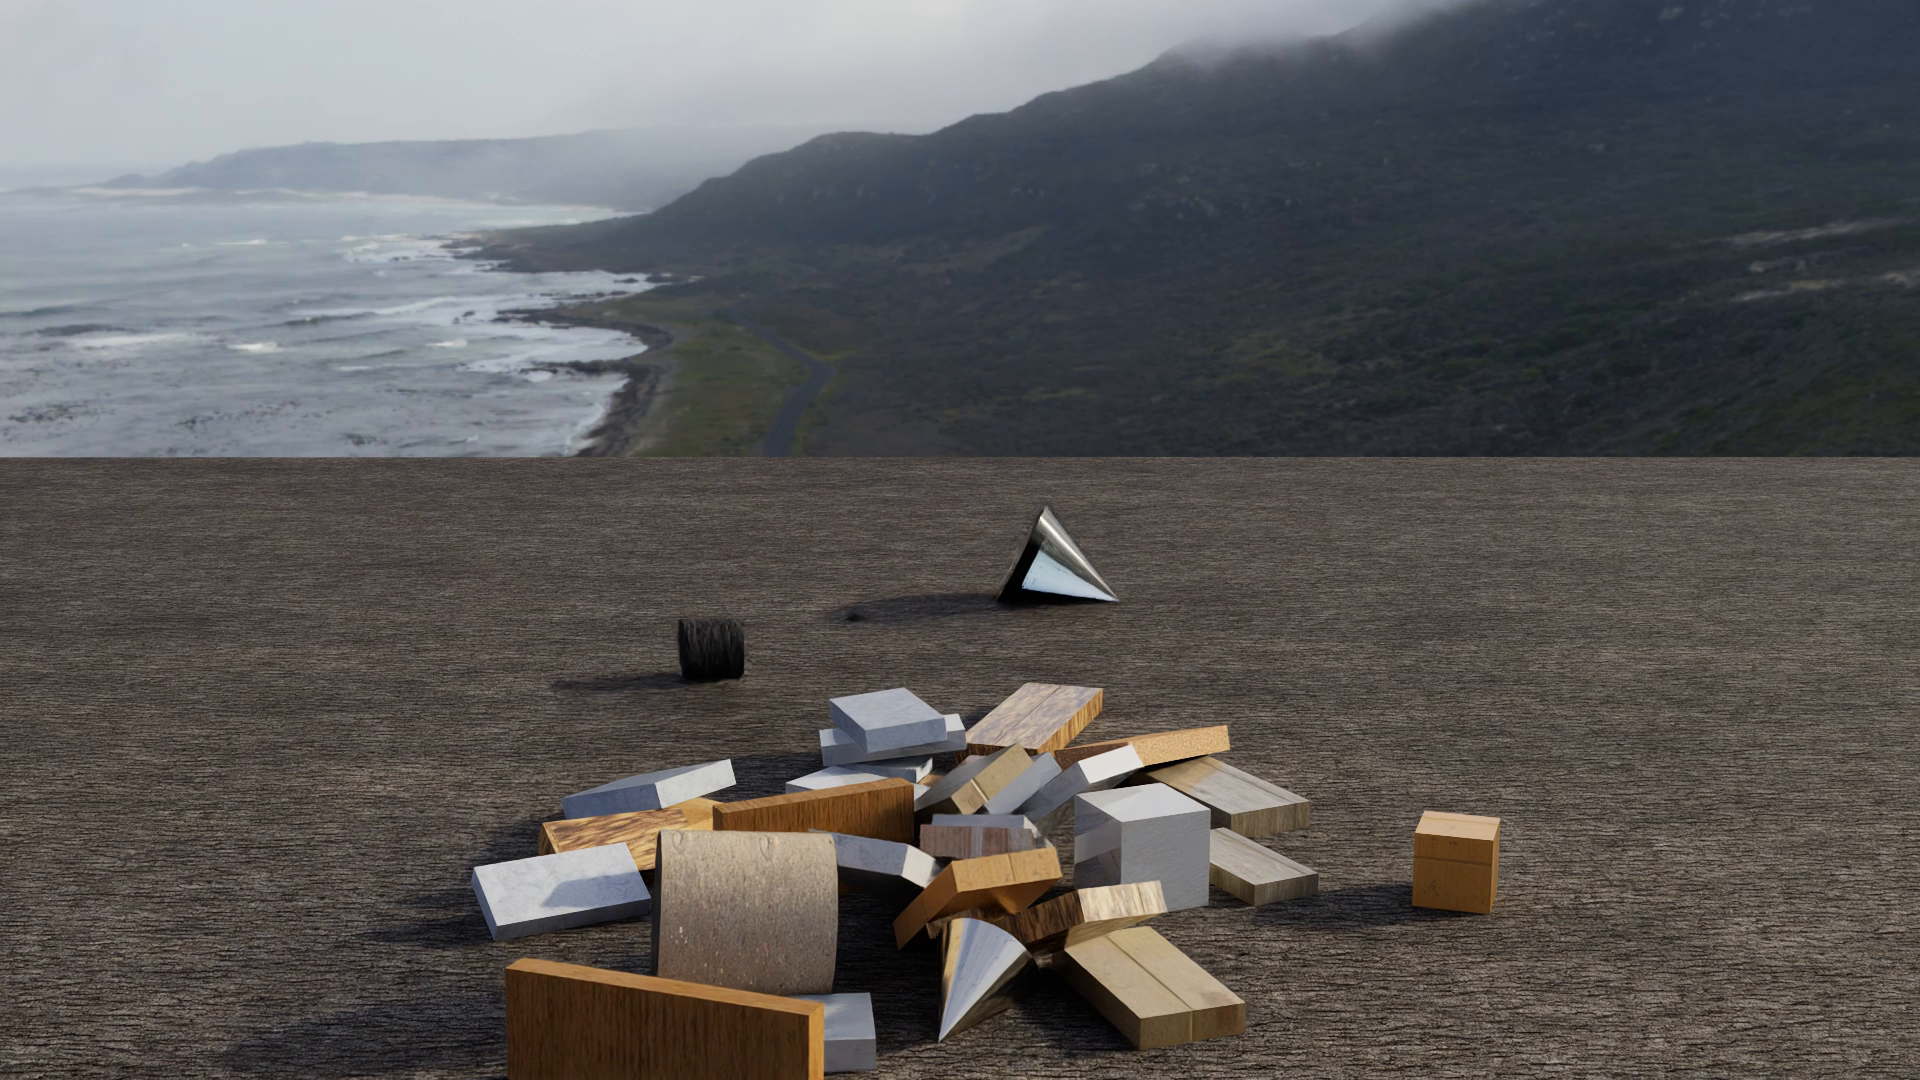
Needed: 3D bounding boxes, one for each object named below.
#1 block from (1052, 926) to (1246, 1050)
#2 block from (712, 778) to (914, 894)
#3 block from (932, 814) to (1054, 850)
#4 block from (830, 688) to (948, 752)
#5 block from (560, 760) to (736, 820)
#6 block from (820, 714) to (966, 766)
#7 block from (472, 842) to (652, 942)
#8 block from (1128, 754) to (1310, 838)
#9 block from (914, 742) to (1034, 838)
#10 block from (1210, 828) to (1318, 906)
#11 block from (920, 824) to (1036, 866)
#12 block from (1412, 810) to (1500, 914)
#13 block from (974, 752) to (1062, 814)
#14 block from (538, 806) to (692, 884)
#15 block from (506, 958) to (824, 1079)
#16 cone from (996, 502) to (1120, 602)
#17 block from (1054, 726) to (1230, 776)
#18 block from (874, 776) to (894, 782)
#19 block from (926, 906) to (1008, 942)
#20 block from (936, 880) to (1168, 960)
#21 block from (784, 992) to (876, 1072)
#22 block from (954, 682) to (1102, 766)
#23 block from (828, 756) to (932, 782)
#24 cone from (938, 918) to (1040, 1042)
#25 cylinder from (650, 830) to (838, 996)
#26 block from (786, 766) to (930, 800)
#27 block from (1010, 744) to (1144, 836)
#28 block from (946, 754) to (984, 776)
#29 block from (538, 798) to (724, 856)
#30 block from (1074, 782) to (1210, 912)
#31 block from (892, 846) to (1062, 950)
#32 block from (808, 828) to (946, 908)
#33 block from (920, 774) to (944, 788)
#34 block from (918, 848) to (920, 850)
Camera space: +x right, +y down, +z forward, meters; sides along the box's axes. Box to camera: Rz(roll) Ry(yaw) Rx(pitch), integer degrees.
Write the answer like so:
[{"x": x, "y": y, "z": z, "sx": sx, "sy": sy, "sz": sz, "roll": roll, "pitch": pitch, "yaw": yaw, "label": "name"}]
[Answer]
[{"x": 0.270, "y": 0.650, "z": 3.218, "sx": 0.162, "sy": 0.046, "sz": 0.324, "roll": -4, "pitch": 11, "yaw": -20, "label": "block"}, {"x": -0.241, "y": 0.506, "z": 3.655, "sx": 0.342, "sy": 0.171, "sz": 0.048, "roll": -5, "pitch": 12, "yaw": -27, "label": "block"}, {"x": 0.057, "y": 0.502, "z": 3.638, "sx": 0.149, "sy": 0.042, "sz": 0.298, "roll": -1, "pitch": -17, "yaw": 12, "label": "block"}, {"x": -0.146, "y": 0.357, "z": 4.381, "sx": 0.159, "sy": 0.045, "sz": 0.319, "roll": -8, "pitch": 9, "yaw": -15, "label": "block"}, {"x": -0.564, "y": 0.453, "z": 3.964, "sx": 0.162, "sy": 0.046, "sz": 0.324, "roll": -15, "pitch": 0, "yaw": -41, "label": "block"}, {"x": -0.135, "y": 0.398, "z": 4.387, "sx": 0.283, "sy": 0.040, "sz": 0.142, "roll": -6, "pitch": 9, "yaw": -5, "label": "block"}, {"x": -0.642, "y": 0.565, "z": 3.545, "sx": 0.257, "sy": 0.036, "sz": 0.128, "roll": -6, "pitch": 41, "yaw": -29, "label": "block"}, {"x": 0.482, "y": 0.480, "z": 4.129, "sx": 0.173, "sy": 0.049, "sz": 0.346, "roll": -5, "pitch": 12, "yaw": -27, "label": "block"}, {"x": -0.004, "y": 0.442, "z": 3.815, "sx": 0.159, "sy": 0.045, "sz": 0.319, "roll": -36, "pitch": 1, "yaw": -27, "label": "block"}, {"x": 0.476, "y": 0.555, "z": 3.755, "sx": 0.128, "sy": 0.036, "sz": 0.277, "roll": -5, "pitch": 12, "yaw": -27, "label": "block"}, {"x": 0.034, "y": 0.513, "z": 3.523, "sx": 0.171, "sy": 0.048, "sz": 0.342, "roll": 2, "pitch": -17, "yaw": 4, "label": "block"}, {"x": 0.822, "y": 0.532, "z": 3.638, "sx": 0.125, "sy": 0.125, "sz": 0.125, "roll": 4, "pitch": 11, "yaw": 19, "label": "block"}, {"x": 0.063, "y": 0.447, "z": 3.849, "sx": 0.149, "sy": 0.042, "sz": 0.298, "roll": -36, "pitch": 0, "yaw": -21, "label": "block"}, {"x": -0.569, "y": 0.523, "z": 3.714, "sx": 0.256, "sy": 0.036, "sz": 0.128, "roll": -3, "pitch": 42, "yaw": -34, "label": "block"}, {"x": -0.387, "y": 0.657, "z": 2.862, "sx": 0.441, "sy": 0.162, "sz": 0.046, "roll": 4, "pitch": 9, "yaw": 21, "label": "block"}, {"x": 0.299, "y": 0.098, "z": 5.949, "sx": 0.300, "sy": 0.300, "sz": 0.300, "roll": 27, "pitch": 11, "yaw": -1, "label": "cone"}, {"x": 0.358, "y": 0.409, "z": 4.282, "sx": 0.173, "sy": 0.049, "sz": 0.347, "roll": -11, "pitch": -5, "yaw": 39, "label": "block"}, {"x": -0.216, "y": 0.502, "z": 3.753, "sx": 0.284, "sy": 0.142, "sz": 0.040, "roll": -8, "pitch": 13, "yaw": -37, "label": "block"}, {"x": 0.022, "y": 0.586, "z": 3.314, "sx": 0.086, "sy": 0.024, "sz": 0.172, "roll": -21, "pitch": -22, "yaw": 15, "label": "block"}, {"x": 0.130, "y": 0.565, "z": 3.200, "sx": 0.162, "sy": 0.046, "sz": 0.324, "roll": 2, "pitch": -23, "yaw": -41, "label": "block"}, {"x": -0.282, "y": 0.684, "z": 3.039, "sx": 0.324, "sy": 0.046, "sz": 0.162, "roll": -1, "pitch": 11, "yaw": -5, "label": "block"}, {"x": 0.151, "y": 0.389, "z": 4.617, "sx": 0.173, "sy": 0.049, "sz": 0.508, "roll": 3, "pitch": 11, "yaw": 18, "label": "block"}, {"x": -0.158, "y": 0.448, "z": 4.363, "sx": 0.186, "sy": 0.026, "sz": 0.093, "roll": 4, "pitch": 11, "yaw": 18, "label": "block"}, {"x": 0.005, "y": 0.654, "z": 3.124, "sx": 0.163, "sy": 0.163, "sz": 0.163, "roll": 6, "pitch": 39, "yaw": 29, "label": "cone"}, {"x": -0.315, "y": 0.546, "z": 3.183, "sx": 0.247, "sy": 0.247, "sz": 0.247, "roll": 3, "pitch": 10, "yaw": -10, "label": "cylinder"}, {"x": -0.153, "y": 0.486, "z": 4.117, "sx": 0.334, "sy": 0.040, "sz": 0.142, "roll": 8, "pitch": 13, "yaw": 36, "label": "block"}, {"x": 0.167, "y": 0.454, "z": 3.793, "sx": 0.149, "sy": 0.042, "sz": 0.298, "roll": -10, "pitch": -24, "yaw": -48, "label": "block"}, {"x": 0.034, "y": 0.452, "z": 4.197, "sx": 0.093, "sy": 0.026, "sz": 0.186, "roll": 4, "pitch": 11, "yaw": 18, "label": "block"}, {"x": -0.563, "y": 0.524, "z": 3.900, "sx": 0.159, "sy": 0.045, "sz": 0.349, "roll": 7, "pitch": 13, "yaw": 35, "label": "block"}, {"x": 0.300, "y": 0.512, "z": 3.639, "sx": 0.164, "sy": 0.164, "sz": 0.164, "roll": -5, "pitch": 11, "yaw": -24, "label": "block"}, {"x": 0.022, "y": 0.543, "z": 3.310, "sx": 0.162, "sy": 0.046, "sz": 0.324, "roll": -5, "pitch": -23, "yaw": -20, "label": "block"}, {"x": -0.093, "y": 0.525, "z": 3.439, "sx": 0.171, "sy": 0.048, "sz": 0.342, "roll": 5, "pitch": -18, "yaw": 25, "label": "block"}, {"x": 0.015, "y": 0.479, "z": 4.192, "sx": 0.186, "sy": 0.026, "sz": 0.093, "roll": 3, "pitch": 11, "yaw": 14, "label": "block"}, {"x": -0.100, "y": 0.513, "z": 3.534, "sx": 0.086, "sy": 0.024, "sz": 0.172, "roll": 10, "pitch": -16, "yaw": 10, "label": "block"}]
